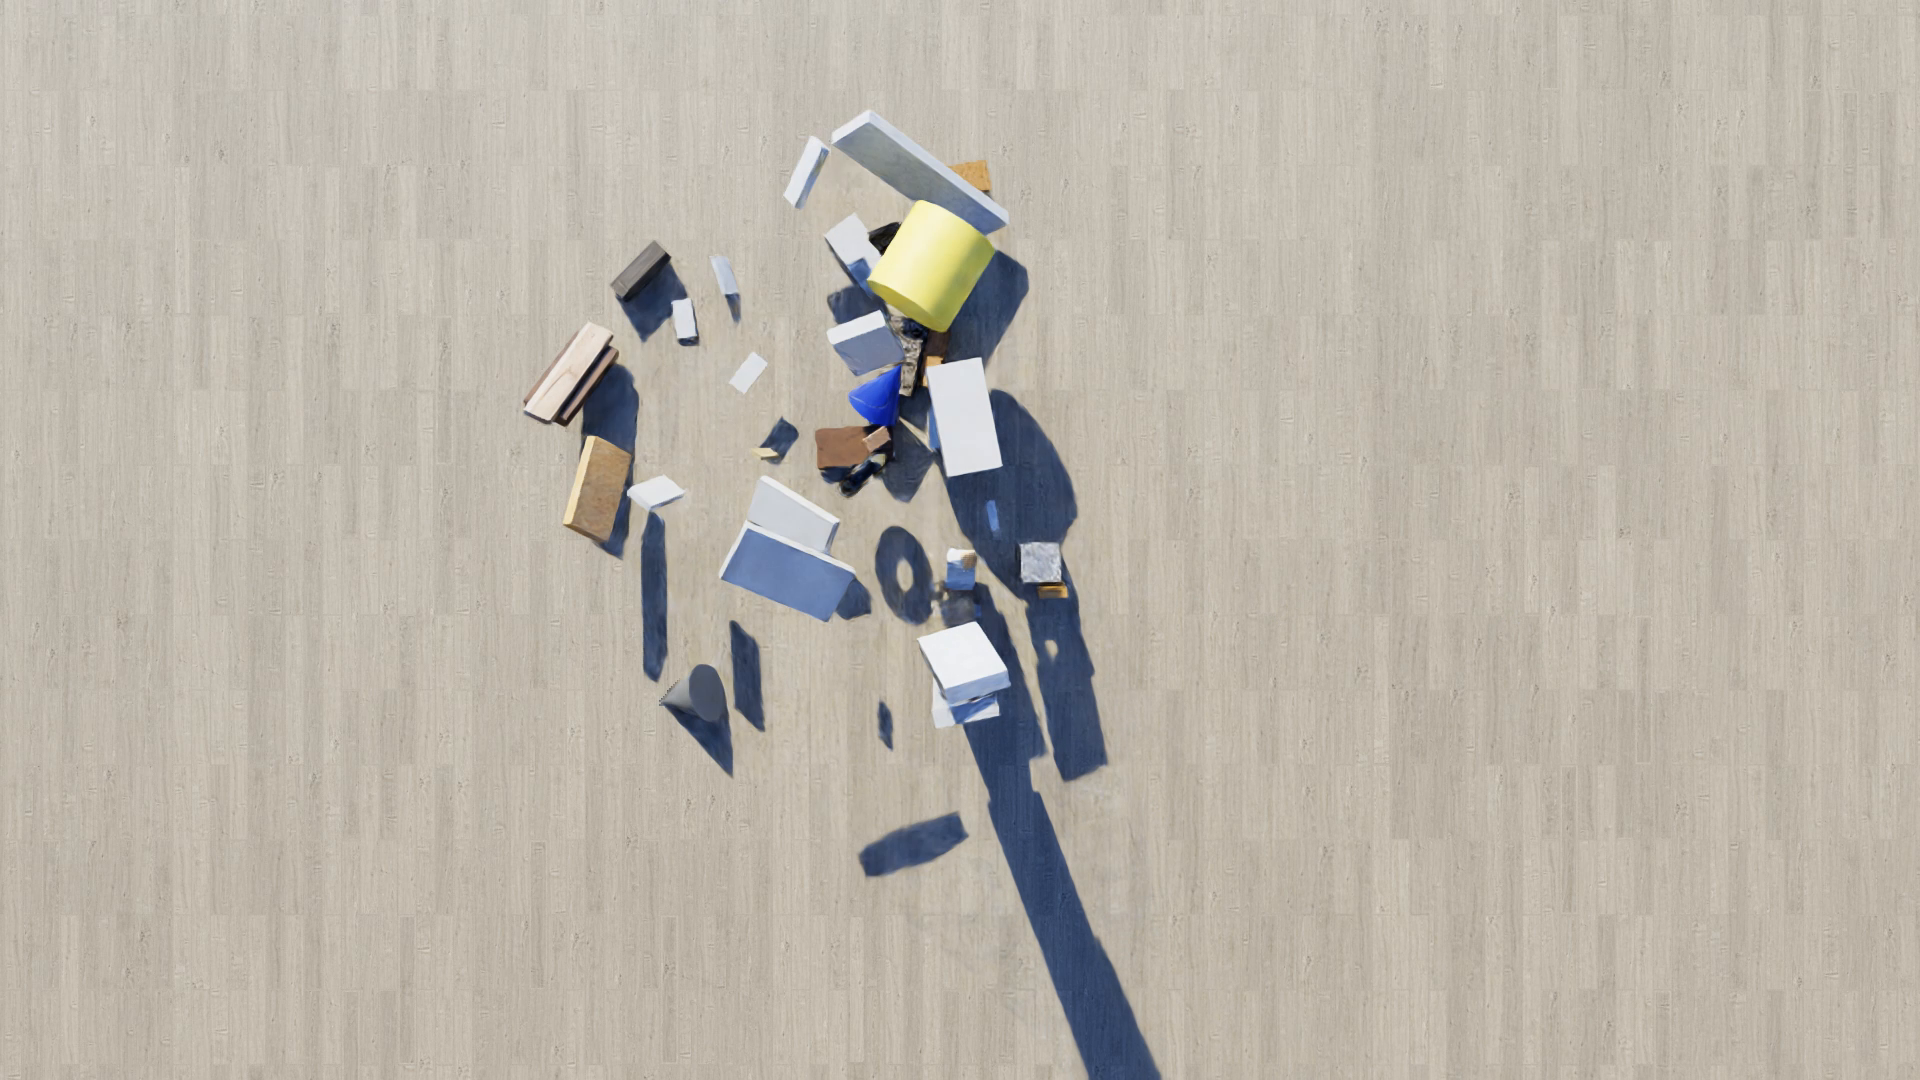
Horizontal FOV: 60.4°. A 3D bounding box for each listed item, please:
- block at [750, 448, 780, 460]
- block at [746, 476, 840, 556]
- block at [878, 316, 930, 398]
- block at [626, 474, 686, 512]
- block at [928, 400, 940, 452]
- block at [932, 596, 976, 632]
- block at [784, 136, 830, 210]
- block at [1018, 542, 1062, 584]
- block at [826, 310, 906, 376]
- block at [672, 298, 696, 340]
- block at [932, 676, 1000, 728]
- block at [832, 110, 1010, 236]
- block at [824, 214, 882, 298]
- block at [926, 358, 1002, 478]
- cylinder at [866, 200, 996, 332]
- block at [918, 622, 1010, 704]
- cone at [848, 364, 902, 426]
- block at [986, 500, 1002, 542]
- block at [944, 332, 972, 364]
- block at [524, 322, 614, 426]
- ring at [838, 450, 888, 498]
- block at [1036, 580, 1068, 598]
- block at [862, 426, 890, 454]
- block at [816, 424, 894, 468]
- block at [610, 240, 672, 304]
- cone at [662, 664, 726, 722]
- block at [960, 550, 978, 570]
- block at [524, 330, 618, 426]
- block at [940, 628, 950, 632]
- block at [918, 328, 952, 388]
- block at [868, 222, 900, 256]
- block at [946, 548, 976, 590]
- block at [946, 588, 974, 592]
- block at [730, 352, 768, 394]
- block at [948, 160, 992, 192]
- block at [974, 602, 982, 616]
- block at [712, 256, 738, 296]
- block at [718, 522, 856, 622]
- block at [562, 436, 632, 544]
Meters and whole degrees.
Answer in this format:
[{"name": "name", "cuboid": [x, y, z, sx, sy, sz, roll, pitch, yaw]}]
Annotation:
[{"name": "block", "cuboid": [-0.584, -0.257, 4.919, 0.045, 0.090, 0.013, 34, 111, 21]}, {"name": "block", "cuboid": [-0.547, -0.069, 5.401, 0.307, 0.043, 0.153, 31, 118, 18]}, {"name": "block", "cuboid": [-0.189, -0.608, 5.462, 0.127, 0.036, 0.254, 12, 90, 20]}, {"name": "block", "cuboid": [-0.940, -0.145, 5.102, 0.092, 0.184, 0.026, 38, 117, 11]}, {"name": "block", "cuboid": [-0.002, -0.383, 5.404, 0.180, 0.180, 0.180, 2, 90, 4]}, {"name": "block", "cuboid": [-0.007, 0.317, 5.214, 0.133, 0.038, 0.265, -8, 91, 0]}, {"name": "block", "cuboid": [-0.486, -1.164, 5.228, 0.030, 0.105, 0.211, 15, 114, -34]}, {"name": "block", "cuboid": [0.263, 0.073, 5.435, 0.129, 0.129, 0.129, -3, 90, 0]}, {"name": "block", "cuboid": [-0.268, -0.568, 4.794, 0.165, 0.329, 0.047, -20, 77, 5]}, {"name": "block", "cuboid": [-0.917, -0.736, 5.491, 0.063, 0.018, 0.127, -9, 90, 0]}, {"name": "block", "cuboid": [0.012, 0.445, 4.842, 0.179, 0.708, 0.051, -12, 94, 0]}, {"name": "block", "cuboid": [-0.117, -1.144, 5.236, 0.633, 0.165, 0.047, 29, 54, -39]}, {"name": "block", "cuboid": [-0.326, -0.945, 5.482, 0.127, 0.036, 0.254, -36, 90, 0]}, {"name": "block", "cuboid": [0.010, -0.361, 4.873, 0.165, 0.047, 0.329, -11, 89, -7]}, {"name": "cylinder", "cuboid": [-0.088, -0.834, 5.045, 0.287, 0.287, 0.287, 32, 86, 0]}, {"name": "block", "cuboid": [0.008, 0.341, 4.617, 0.179, 0.357, 0.051, -16, 112, -8]}, {"name": "cone", "cuboid": [-0.236, -0.499, 5.355, 0.187, 0.187, 0.187, 36, 120, 0]}, {"name": "block", "cuboid": [0.108, -0.060, 5.193, 0.026, 0.184, 0.092, -11, 79, 2]}, {"name": "block", "cuboid": [-0.016, -0.592, 5.486, 0.099, 0.028, 0.199, 3, 90, 0]}, {"name": "block", "cuboid": [-1.260, -0.541, 5.321, 0.092, 0.026, 0.402, 25, 59, 5]}, {"name": "ring", "cuboid": [-0.311, -0.210, 5.280, 0.195, 0.195, 0.065, -42, 94, 0]}, {"name": "block", "cuboid": [0.300, 0.162, 5.408, 0.091, 0.183, 0.026, -3, 98, 0]}, {"name": "block", "cuboid": [-0.263, -0.314, 5.164, 0.090, 0.013, 0.045, -36, 115, -27]}, {"name": "block", "cuboid": [-0.349, -0.312, 5.483, 0.254, 0.036, 0.127, -4, 89, 0]}, {"name": "block", "cuboid": [-1.056, -0.889, 5.453, 0.211, 0.030, 0.105, -46, 47, 0]}, {"name": "cone", "cuboid": [-0.914, 0.522, 5.457, 0.193, 0.193, 0.193, -14, 90, 27]}, {"name": "block", "cuboid": [0.030, 0.063, 5.346, 0.045, 0.090, 0.013, -17, 119, 3]}, {"name": "block", "cuboid": [-1.260, -0.525, 5.352, 0.153, 0.043, 0.320, 26, 59, 5]}, {"name": "block", "cuboid": [-0.032, 0.330, 5.076, 0.055, 0.016, 0.110, -17, 90, 9]}, {"name": "block", "cuboid": [-0.100, -0.606, 5.467, 0.099, 0.028, 0.199, 13, 92, 20]}, {"name": "block", "cuboid": [-0.189, -0.930, 5.358, 0.105, 0.273, 0.030, -17, 60, 19]}, {"name": "block", "cuboid": [0.003, 0.095, 5.358, 0.091, 0.183, 0.026, 3, 126, 1]}, {"name": "block", "cuboid": [-0.001, 0.157, 5.409, 0.091, 0.183, 0.026, 0, 90, 0]}, {"name": "block", "cuboid": [-0.686, -0.542, 5.356, 0.063, 0.018, 0.127, 38, 88, -1]}, {"name": "block", "cuboid": [-0.002, -1.196, 5.486, 0.199, 0.028, 0.099, -10, 90, 0]}, {"name": "block", "cuboid": [0.001, 0.230, 5.367, 0.133, 0.266, 0.038, -6, 90, 0]}, {"name": "block", "cuboid": [-0.779, -0.875, 5.468, 0.018, 0.063, 0.127, -18, 91, 36]}, {"name": "block", "cuboid": [-0.512, 0.096, 4.887, 0.357, 0.051, 0.179, 24, 106, -22]}, {"name": "block", "cuboid": [-1.156, -0.162, 5.264, 0.043, 0.153, 0.307, -7, 63, 40]}]
